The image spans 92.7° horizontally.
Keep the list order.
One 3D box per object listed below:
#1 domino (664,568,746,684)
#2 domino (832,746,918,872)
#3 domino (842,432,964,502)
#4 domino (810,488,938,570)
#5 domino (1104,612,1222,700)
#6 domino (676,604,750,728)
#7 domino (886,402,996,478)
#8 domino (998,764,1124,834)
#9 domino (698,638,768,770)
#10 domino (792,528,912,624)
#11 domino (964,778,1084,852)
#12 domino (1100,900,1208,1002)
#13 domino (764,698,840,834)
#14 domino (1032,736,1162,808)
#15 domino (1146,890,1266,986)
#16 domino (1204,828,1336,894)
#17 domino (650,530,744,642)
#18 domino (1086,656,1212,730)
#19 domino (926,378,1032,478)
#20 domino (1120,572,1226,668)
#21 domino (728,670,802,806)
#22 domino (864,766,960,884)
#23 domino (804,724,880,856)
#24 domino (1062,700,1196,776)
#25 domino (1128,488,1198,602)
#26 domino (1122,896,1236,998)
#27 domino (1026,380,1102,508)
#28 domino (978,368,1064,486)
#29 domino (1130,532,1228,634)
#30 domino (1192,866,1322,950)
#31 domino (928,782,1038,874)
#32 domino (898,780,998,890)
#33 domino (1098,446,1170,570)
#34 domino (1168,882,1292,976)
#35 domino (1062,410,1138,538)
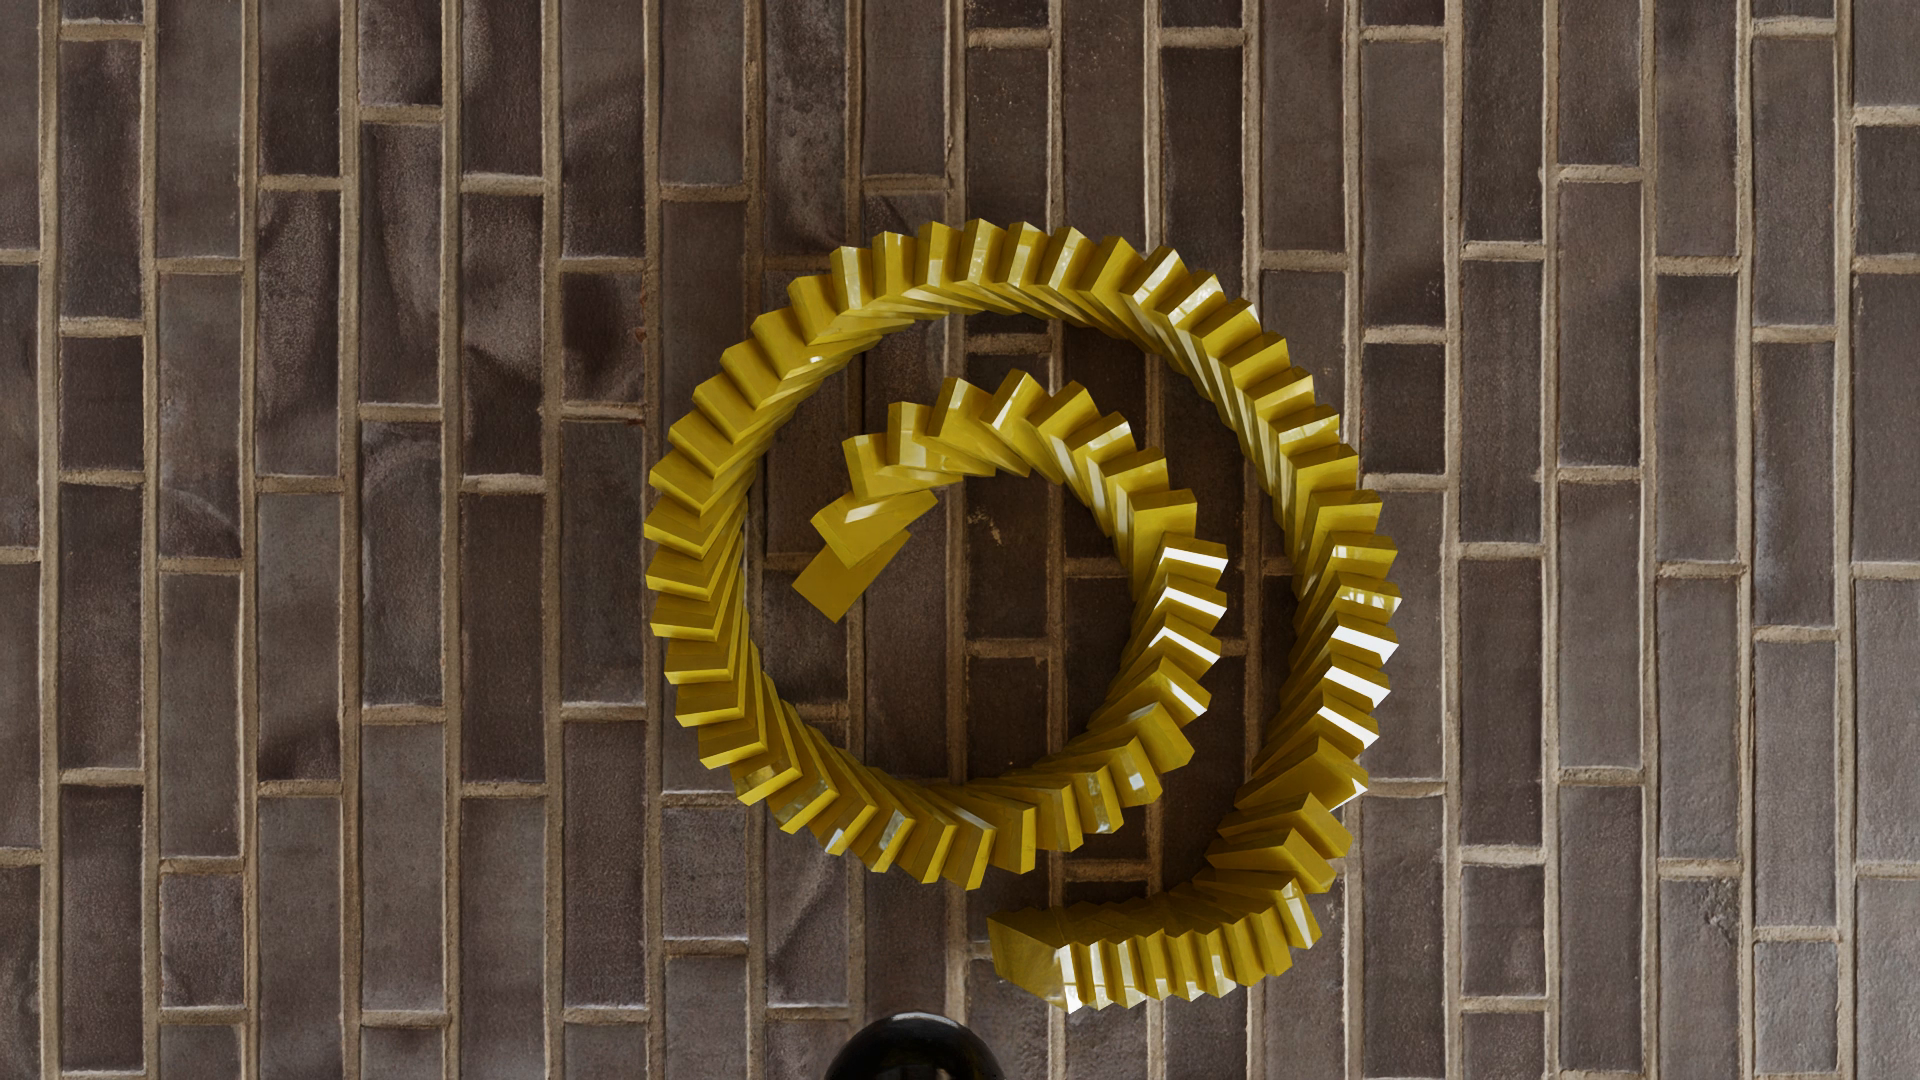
[{"bbox_3d":[-0.105,0.035,0.381,0.025,0.009,0.050,-3,52,0],"label":"domino"},{"bbox_3d":[-0.042,0.111,0.381,0.050,0.009,0.025,33,90,38],"label":"domino"},{"bbox_3d":[-0.023,-0.032,0.380,0.050,0.010,0.025,-13,90,-40],"label":"domino"},{"bbox_3d":[-0.035,-0.012,0.381,0.050,0.010,0.025,-38,90,-36],"label":"domino"},{"bbox_3d":[0.084,0.055,0.381,0.025,0.010,0.050,28,129,0],"label":"domino"},{"bbox_3d":[-0.102,0.051,0.381,0.025,0.010,0.050,-8,52,1],"label":"domino"},{"bbox_3d":[-0.007,-0.041,0.380,0.050,0.009,0.025,4,88,-39],"label":"domino"},{"bbox_3d":[0.041,0.108,0.381,0.050,0.010,0.025,-15,90,39],"label":"domino"},{"bbox_3d":[-0.095,0.067,0.381,0.025,0.009,0.050,-17,51,1],"label":"domino"},{"bbox_3d":[-0.046,0.009,0.395,0.025,0.009,0.050,41,90,0],"label":"domino"},{"bbox_3d":[0.026,0.113,0.381,0.050,0.010,0.025,-9,90,39],"label":"domino"},{"bbox_3d":[0.077,0.168,0.376,0.009,0.050,0.025,-13,90,-32],"label":"domino"},{"bbox_3d":[-0.072,0.093,0.381,0.025,0.009,0.050,-39,51,0],"label":"domino"},{"bbox_3d":[0.056,0.099,0.380,0.050,0.010,0.025,-24,91,39],"label":"domino"},{"bbox_3d":[0.099,0.163,0.376,0.009,0.050,0.025,-16,90,-32],"label":"domino"},{"bbox_3d":[0.126,0.133,0.376,0.025,0.050,0.009,46,58,0],"label":"domino"},{"bbox_3d":[-0.108,0.017,0.381,0.025,0.009,0.050,6,52,0],"label":"domino"},{"bbox_3d":[0.077,0.071,0.380,0.025,0.010,0.050,39,131,0],"label":"domino"},{"bbox_3d":[0.011,-0.046,0.381,0.050,0.009,0.025,20,86,-37],"label":"domino"},{"bbox_3d":[0.088,0.038,0.381,0.025,0.010,0.050,20,129,0],"label":"domino"},{"bbox_3d":[-0.085,0.081,0.380,0.025,0.009,0.050,-29,51,0],"label":"domino"},{"bbox_3d":[-0.025,0.117,0.380,0.050,0.010,0.025,23,91,39],"label":"domino"},{"bbox_3d":[-0.057,0.103,0.381,0.025,0.009,0.050,-49,52,0],"label":"domino"},{"bbox_3d":[0.069,0.087,0.380,0.050,0.010,0.025,-35,90,40],"label":"domino"},{"bbox_3d":[0.083,0.003,0.380,0.025,0.010,0.050,-8,130,0],"label":"domino"},{"bbox_3d":[0.088,0.166,0.376,0.010,0.050,0.025,-13,91,-32],"label":"domino"},{"bbox_3d":[0.050,-0.039,0.380,0.025,0.009,0.050,-40,129,-1],"label":"domino"},{"bbox_3d":[0.032,-0.046,0.379,0.050,0.010,0.025,36,86,-41],"label":"domino"},{"bbox_3d":[0.090,0.021,0.380,0.025,0.009,0.050,12,130,0],"label":"domino"},{"bbox_3d":[0.121,0.150,0.376,0.010,0.050,0.025,-25,90,-32],"label":"domino"},{"bbox_3d":[0.008,0.118,0.380,0.050,0.010,0.025,2,90,40],"label":"domino"},{"bbox_3d":[-0.010,0.121,0.381,0.050,0.009,0.025,18,91,39],"label":"domino"},{"bbox_3d":[0.074,-0.013,0.381,0.025,0.010,0.050,-18,129,0],"label":"domino"},{"bbox_3d":[0.110,0.159,0.376,0.010,0.050,0.025,-16,90,-32],"label":"domino"},{"bbox_3d":[0.063,-0.026,0.381,0.025,0.010,0.050,-29,129,0],"label":"domino"}]
